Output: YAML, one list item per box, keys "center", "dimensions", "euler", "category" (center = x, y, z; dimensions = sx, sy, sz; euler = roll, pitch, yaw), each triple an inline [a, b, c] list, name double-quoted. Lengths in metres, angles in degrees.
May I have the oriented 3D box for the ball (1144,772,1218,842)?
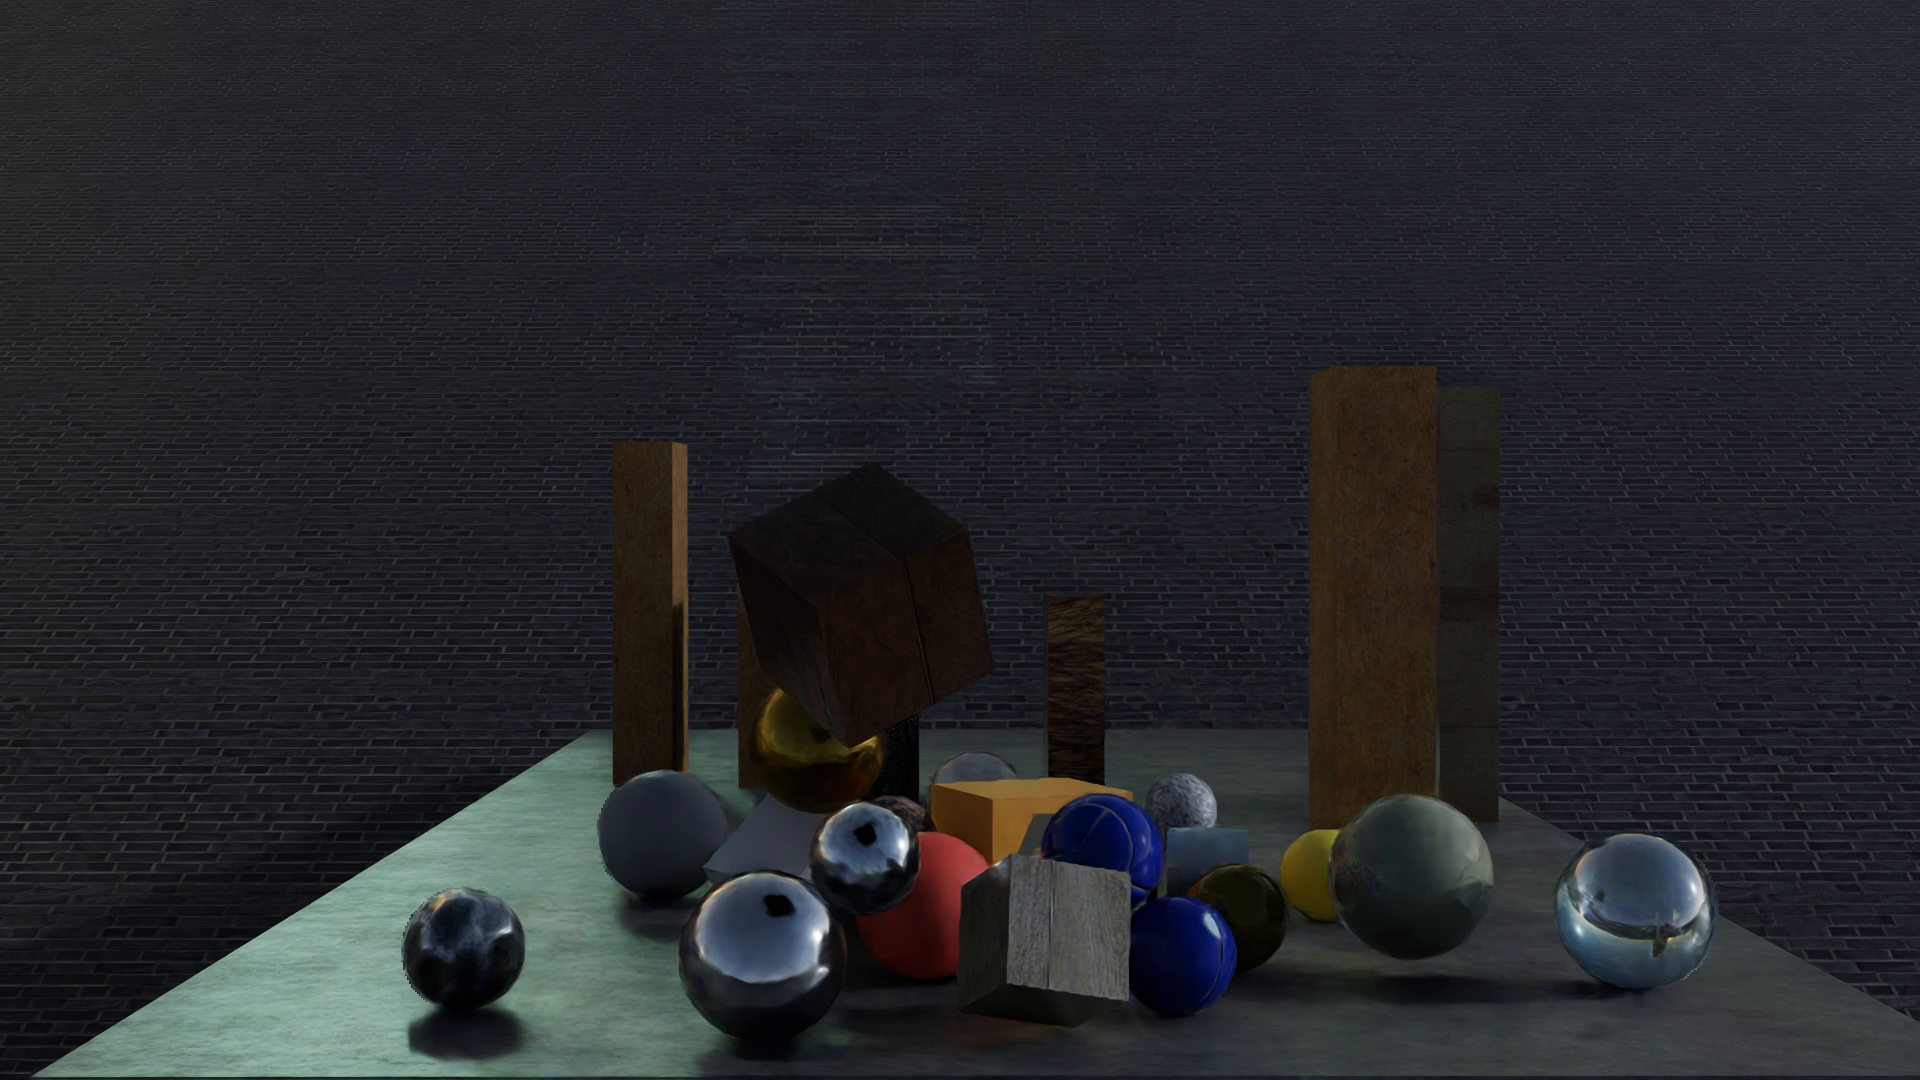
- center: [0.372, 0.454, 4.353]
  dimensions: [0.122, 0.122, 0.122]
  euler: [0, 28, 0]
  category: "ball"

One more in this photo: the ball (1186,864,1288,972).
- center: [0.339, 0.466, 3.189]
  dimensions: [0.132, 0.132, 0.132]
  euler: [0, 28, 0]
  category: "ball"

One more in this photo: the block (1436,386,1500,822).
- center: [0.919, 0.114, 4.873]
  dimensions: [0.107, 0.787, 0.425]
  euler: [0, 1, 0]
  category: "block"

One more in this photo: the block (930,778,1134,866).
- center: [0.093, 0.428, 3.409]
  dimensions: [0.201, 0.201, 0.201]
  euler: [0, 1, -24]
  category: "block"

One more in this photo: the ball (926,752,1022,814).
- center: [0.027, 0.433, 4.284]
  dimensions: [0.166, 0.166, 0.166]
  euler: [0, 28, 0]
  category: "ball"

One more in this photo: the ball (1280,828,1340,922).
- center: [0.506, 0.462, 3.563]
  dimensions: [0.128, 0.128, 0.128]
  euler: [0, 28, 0]
  category: "ball"

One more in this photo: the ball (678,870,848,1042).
- center: [-0.211, 0.446, 2.774]
  dimensions: [0.183, 0.183, 0.183]
  euler: [0, 28, 0]
  category: "ball"

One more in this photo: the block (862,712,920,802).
- center: [-0.134, 0.265, 5.007]
  dimensions: [0.106, 0.482, 0.271]
  euler: [0, 1, 0]
  category: "block"

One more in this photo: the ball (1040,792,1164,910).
- center: [0.162, 0.360, 2.949]
  dimensions: [0.141, 0.141, 0.141]
  euler: [0, 28, 0]
  category: "ball"

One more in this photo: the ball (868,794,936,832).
- center: [-0.088, 0.389, 3.338]
  dimensions: [0.119, 0.119, 0.119]
  euler: [0, 28, 0]
  category: "ball"

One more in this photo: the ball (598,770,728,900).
- center: [-0.434, 0.430, 3.774]
  dimensions: [0.188, 0.188, 0.188]
  euler: [0, 28, 0]
  category: "ball"

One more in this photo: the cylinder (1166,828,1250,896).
- center: [0.352, 0.466, 3.672]
  dimensions: [0.114, 0.114, 0.114]
  euler: [0, 27, 8]
  category: "cylinder"

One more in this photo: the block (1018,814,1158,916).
- center: [0.159, 0.439, 3.188]
  dimensions: [0.154, 0.154, 0.154]
  euler: [0, 14, 10]
  category: "block"

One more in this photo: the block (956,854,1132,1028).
- center: [0.090, 0.433, 2.782]
  dimensions: [0.140, 0.140, 0.140]
  euler: [12, 64, -19]
  category: "block"

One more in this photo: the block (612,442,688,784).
- center: [-0.652, 0.148, 5.454]
  dimensions: [0.123, 0.704, 0.305]
  euler: [0, 1, 0]
  category: "block"

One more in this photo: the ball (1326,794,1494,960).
- center: [0.552, 0.413, 3.170]
  dimensions: [0.203, 0.203, 0.203]
  euler: [0, 28, 0]
  category: "ball"

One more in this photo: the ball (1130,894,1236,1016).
- center: [0.245, 0.468, 2.913]
  dimensions: [0.134, 0.134, 0.134]
  euler: [0, 28, 0]
  category: "ball"

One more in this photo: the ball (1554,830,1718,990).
- center: [0.801, 0.439, 3.068]
  dimensions: [0.188, 0.188, 0.188]
  euler: [0, 28, 0]
  category: "ball"

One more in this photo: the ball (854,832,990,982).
- center: [-0.039, 0.443, 3.125]
  dimensions: [0.179, 0.179, 0.179]
  euler: [0, 28, 0]
  category: "ball"

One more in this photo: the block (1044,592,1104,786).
- center: [0.218, 0.305, 4.980]
  dimensions: [0.105, 0.402, 0.294]
  euler: [0, 1, 0]
  category: "block"

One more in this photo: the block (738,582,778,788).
- center: [-0.401, 0.293, 5.375]
  dimensions: [0.097, 0.416, 0.288]
  euler: [0, 1, 0]
  category: "block"

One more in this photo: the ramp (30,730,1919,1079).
- center: [0.062, 0.562, 4.600]
  dimensions: [2.000, 0.100, 4.000]
  euler: [0, 1, 0]
  category: "ramp"

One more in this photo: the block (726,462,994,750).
- center: [-0.101, 0.064, 2.654]
  dimensions: [0.180, 0.180, 0.180]
  euler: [-27, 38, -22]
  category: "block"

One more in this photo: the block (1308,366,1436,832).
- center: [0.609, 0.135, 3.834]
  dimensions: [0.142, 0.773, 0.290]
  euler: [0, 1, 0]
  category: "block"

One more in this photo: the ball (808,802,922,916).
- center: [-0.106, 0.356, 2.886]
  dimensions: [0.126, 0.126, 0.126]
  euler: [0, 28, 0]
  category: "ball"

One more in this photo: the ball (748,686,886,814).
- center: [-0.174, 0.248, 3.146]
  dimensions: [0.169, 0.169, 0.169]
  euler: [0, 28, 0]
  category: "ball"

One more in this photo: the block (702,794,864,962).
- center: [-0.191, 0.422, 3.209]
  dimensions: [0.151, 0.151, 0.151]
  euler: [8, 44, 42]
  category: "block"

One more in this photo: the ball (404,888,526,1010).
- center: [-0.565, 0.467, 2.947]
  dimensions: [0.138, 0.138, 0.138]
  euler: [0, 28, 0]
  category: "ball"
